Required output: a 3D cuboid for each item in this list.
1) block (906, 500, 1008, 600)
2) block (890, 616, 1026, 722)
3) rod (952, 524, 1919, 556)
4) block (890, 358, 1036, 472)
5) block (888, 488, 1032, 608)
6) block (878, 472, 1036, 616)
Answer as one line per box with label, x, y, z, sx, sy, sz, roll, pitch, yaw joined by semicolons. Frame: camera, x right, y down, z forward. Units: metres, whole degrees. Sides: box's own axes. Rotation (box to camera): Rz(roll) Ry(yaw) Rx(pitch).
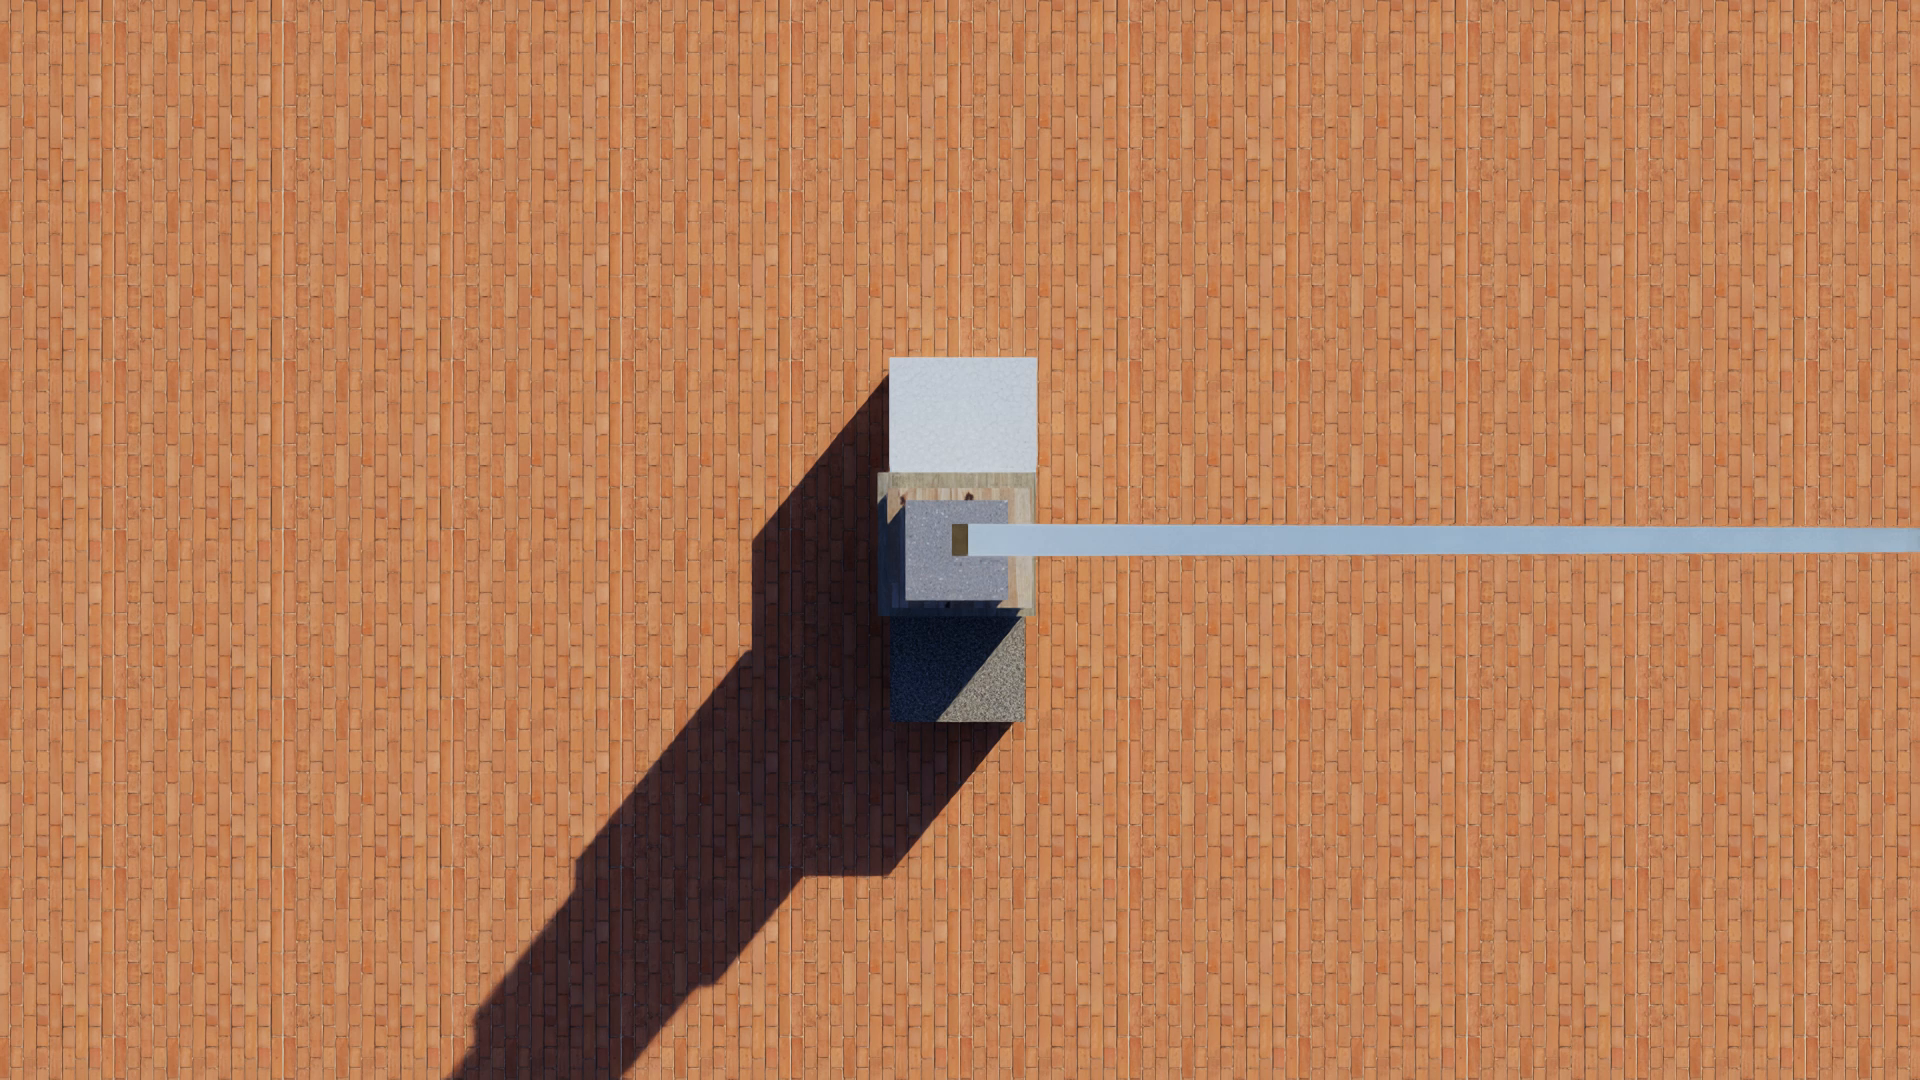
block;-0.015;0.044;10.646;0.487;0.461;0.475;0;92;0
block;-0.014;0.694;12.666;0.760;0.667;0.653;0;90;0
rod;2.234;0.000;6.775;5.200;0.080;0.080;0;90;-31
block;0.017;-0.648;12.647;0.825;0.706;0.746;0;90;0
block;-0.003;0.032;11.160;0.712;0.567;0.592;0;92;0
block;-0.018;0.012;11.872;0.821;0.859;0.748;0;92;0
